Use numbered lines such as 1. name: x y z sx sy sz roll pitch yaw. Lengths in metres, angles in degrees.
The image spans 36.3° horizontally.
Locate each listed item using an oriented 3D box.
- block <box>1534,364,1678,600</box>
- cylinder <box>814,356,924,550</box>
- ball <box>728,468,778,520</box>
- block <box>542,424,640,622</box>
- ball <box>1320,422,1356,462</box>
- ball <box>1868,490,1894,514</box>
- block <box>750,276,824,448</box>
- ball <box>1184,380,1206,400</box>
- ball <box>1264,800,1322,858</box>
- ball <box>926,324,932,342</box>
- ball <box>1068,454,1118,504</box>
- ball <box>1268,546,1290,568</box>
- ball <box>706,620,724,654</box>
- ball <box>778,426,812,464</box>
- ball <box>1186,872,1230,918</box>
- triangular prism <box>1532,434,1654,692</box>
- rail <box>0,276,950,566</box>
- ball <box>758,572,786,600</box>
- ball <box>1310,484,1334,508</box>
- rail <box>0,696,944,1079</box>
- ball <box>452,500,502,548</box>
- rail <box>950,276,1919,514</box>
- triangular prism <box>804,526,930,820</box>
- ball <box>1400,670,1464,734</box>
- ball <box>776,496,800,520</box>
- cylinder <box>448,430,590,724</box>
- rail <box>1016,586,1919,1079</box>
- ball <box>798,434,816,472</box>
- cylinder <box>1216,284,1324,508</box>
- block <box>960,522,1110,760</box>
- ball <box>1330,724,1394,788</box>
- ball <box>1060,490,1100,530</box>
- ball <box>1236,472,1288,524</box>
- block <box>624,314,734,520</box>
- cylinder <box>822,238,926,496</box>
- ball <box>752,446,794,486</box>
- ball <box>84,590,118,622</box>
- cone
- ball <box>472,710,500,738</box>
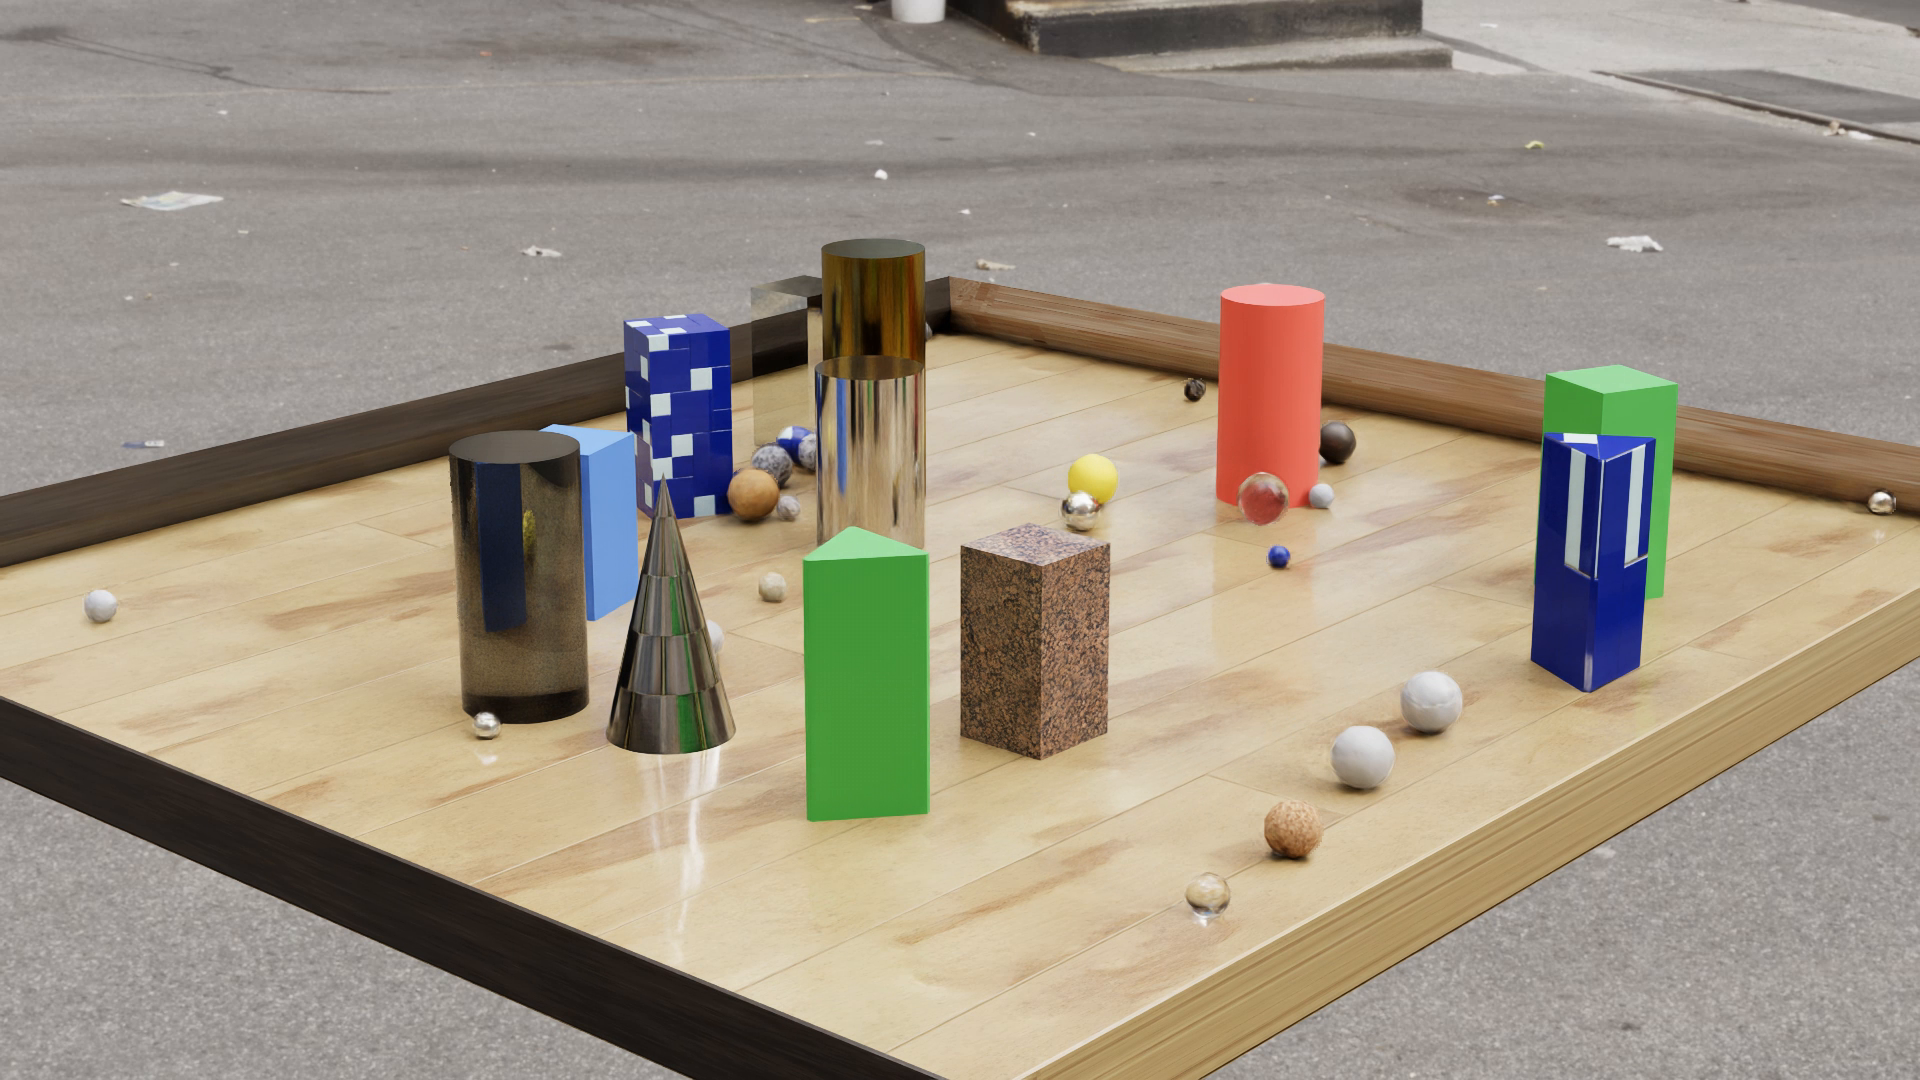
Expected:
1. block: 1.123 -0.094 5.105 0.159 0.383 0.159 -8 19 -25
2. cylinder: -0.165 -0.152 5.376 0.199 0.337 0.199 0 17 0
3. ball: -0.394 -0.087 5.575 0.098 0.098 0.098 0 17 0
4. block: -0.665 -0.031 5.051 0.159 0.293 0.159 7 18 21
5. ball: 0.765 -0.198 5.971 0.082 0.082 0.082 0 17 0
6. ball: 1.765 -0.072 5.613 0.047 0.047 0.047 0 17 0
7. block: -0.317 -0.361 6.071 0.159 0.336 0.159 14 22 38
8. ball: 0.518 -0.331 6.471 0.047 0.047 0.047 0 17 0
9. ball: 0.455 0.394 4.009 0.079 0.079 0.079 0 17 0
10. ball: -0.091 -0.497 7.024 0.046 0.046 0.046 0 17 0
11. ball: 0.257 -0.116 5.667 0.100 0.100 0.100 0 17 0
12. ball: 0.576 0.029 5.288 0.040 0.040 0.040 0 17 0
13. ball: -0.418 0.161 4.816 0.060 0.060 0.060 0 17 0
14. ball: -0.332 -0.194 5.966 0.077 0.077 0.077 0 17 0
15. ball: 0.323 0.463 3.817 0.059 0.059 0.059 0 17 0
16. triangular prism: 0.993 0.026 4.704 0.149 0.383 0.172 14 22 38
17. rail: -1.048 -0.230 5.991 0.045 0.129 3.170 14 22 39
18. ball: -0.327 0.081 5.099 0.050 0.050 0.050 0 17 0
19. ball: 0.698 -0.086 5.657 0.048 0.048 0.048 0 17 0
20. rail: -1.023 0.372 3.991 2.823 0.129 0.045 14 22 39
21. ball: -0.891 -0.031 5.406 0.088 0.088 0.088 0 17 0
22. rail: 1.023 -0.308 6.248 2.823 0.129 0.045 14 22 39
23. triangular prism: -0.141 0.186 4.168 0.172 0.385 0.149 -3 17 -10
24. ball: 0.719 0.247 4.470 0.095 0.095 0.095 0 17 0
25. ball: -0.326 -0.061 5.578 0.047 0.047 0.047 0 17 0
26. cylinder: -0.682 0.056 4.549 0.199 0.416 0.199 0 17 0
27. rail: 1.048 0.295 4.249 0.045 0.129 3.170 14 22 39
28. ball: -0.288 -0.176 5.904 0.079 0.079 0.079 0 17 0
29. cylinder: 0.601 -0.279 5.688 0.199 0.400 0.199 0 17 0
30. block: 0.113 0.151 4.428 0.159 0.304 0.159 14 22 39
31. ball: 0.583 0.314 4.251 0.092 0.092 0.092 0 17 0
32. ball: 0.226 -0.055 5.508 0.076 0.076 0.076 0 17 0
33. ball: 0.573 -0.079 5.548 0.098 0.098 0.098 0 17 0
34. block: -0.539 -0.236 5.618 0.159 0.359 0.159 -7 18 -23
35. cylinder: -0.166 -0.324 5.680 0.199 0.490 0.199 0 17 0
36. ball: -0.371 -0.147 5.800 0.082 0.082 0.082 0 17 0
37. ball: -1.462 0.112 4.988 0.055 0.055 0.055 0 17 0
38. cone: -0.442 0.095 4.423 0.199 0.413 0.199 0 17 0
39. ball: -0.719 0.281 4.451 0.042 0.042 0.042 0 17 0
